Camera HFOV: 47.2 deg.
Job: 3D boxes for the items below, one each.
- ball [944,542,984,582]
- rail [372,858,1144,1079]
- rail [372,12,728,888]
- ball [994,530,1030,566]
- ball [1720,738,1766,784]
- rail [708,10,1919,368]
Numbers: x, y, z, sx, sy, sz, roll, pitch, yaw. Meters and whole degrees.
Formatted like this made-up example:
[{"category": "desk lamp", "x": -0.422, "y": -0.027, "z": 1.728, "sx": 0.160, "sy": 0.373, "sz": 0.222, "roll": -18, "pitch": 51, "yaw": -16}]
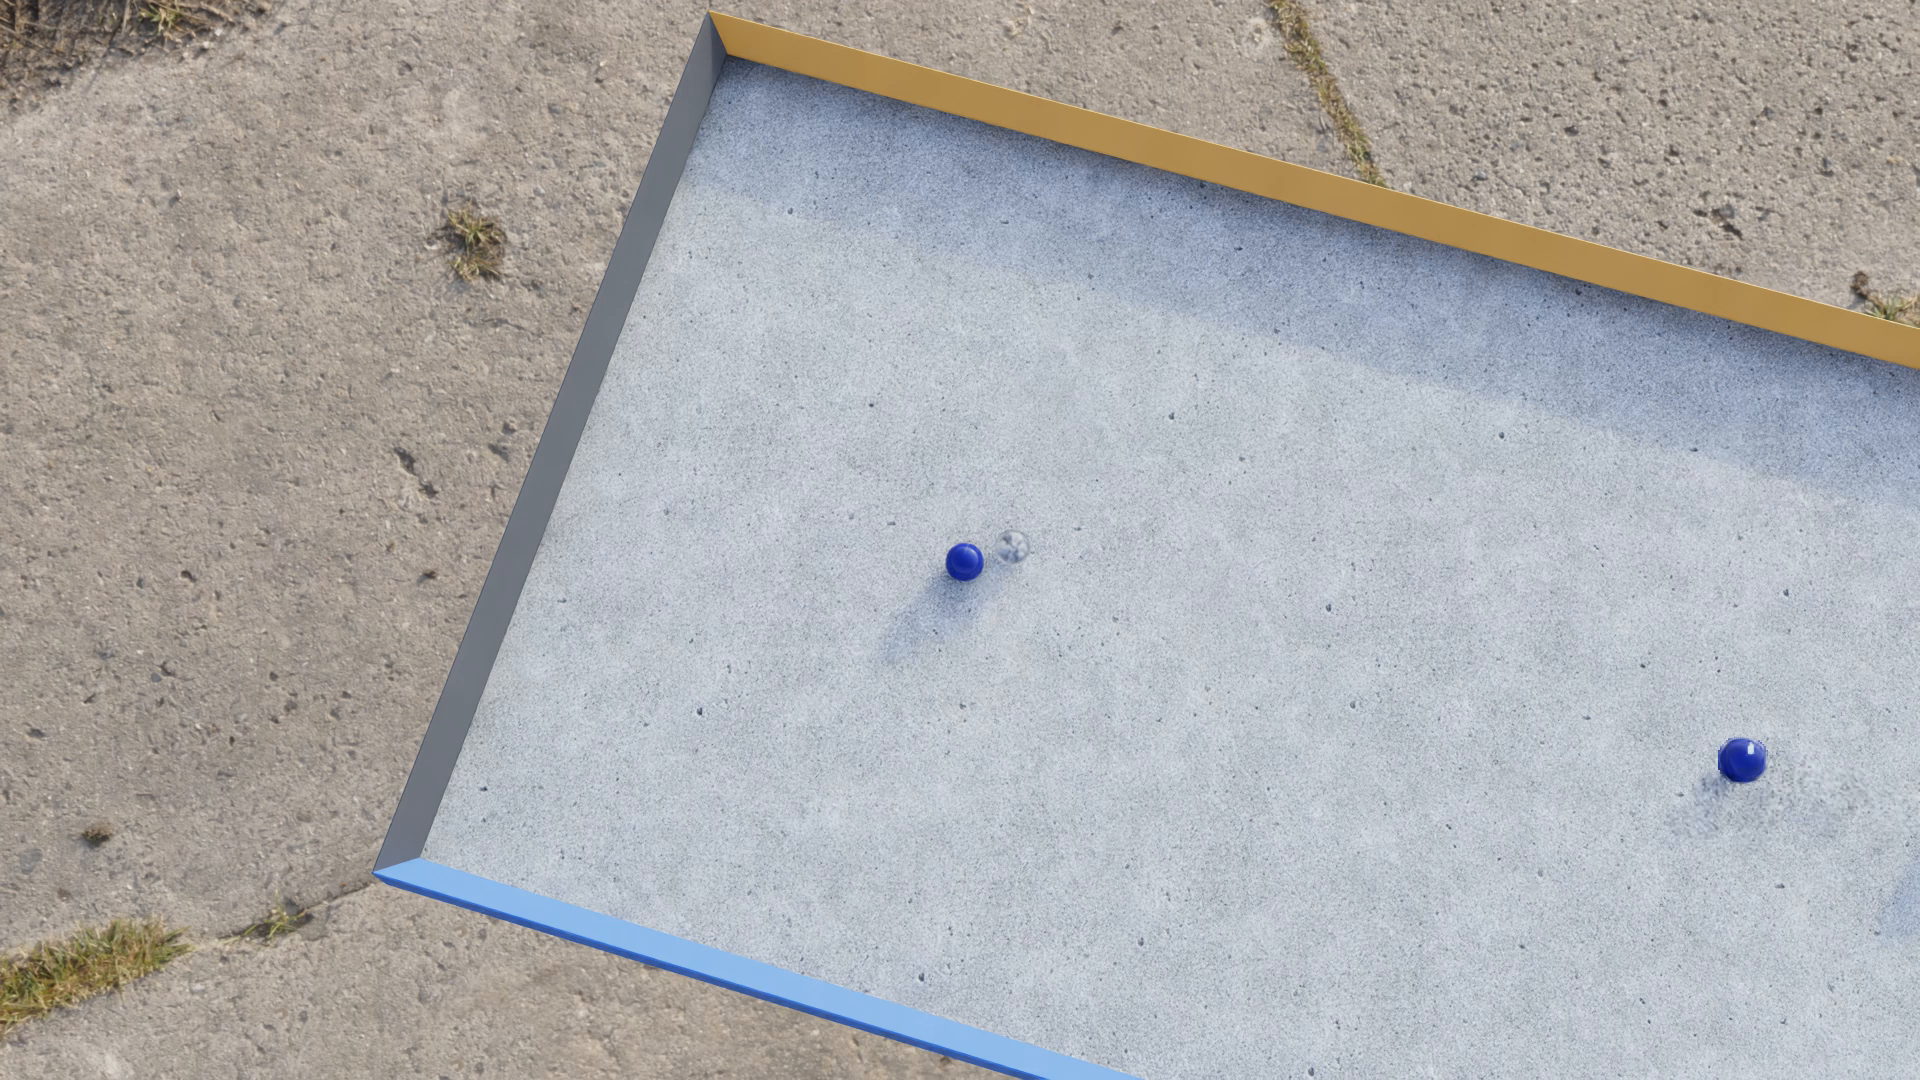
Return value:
[{"category": "ball", "x": 0.007, "y": 0.034, "z": 3.414, "sx": 0.061, "sy": 0.061, "sz": 0.061, "roll": 0, "pitch": 71, "yaw": 0}, {"category": "rail", "x": 0.428, "y": 0.840, "z": 3.121, "sx": 2.669, "sy": 0.088, "sz": 0.045, "roll": 16, "pitch": 72, "yaw": 5}, {"category": "rail", "x": -0.616, "y": -0.180, "z": 3.473, "sx": 0.045, "sy": 0.088, "sz": 1.514, "roll": 16, "pitch": 72, "yaw": 5}, {"category": "ball", "x": 0.082, "y": 0.012, "z": 3.424, "sx": 0.057, "sy": 0.057, "sz": 0.057, "roll": 0, "pitch": 71, "yaw": 0}, {"category": "ball", "x": 1.178, "y": 0.332, "z": 3.308, "sx": 0.068, "sy": 0.068, "sz": 0.068, "roll": 0, "pitch": 71, "yaw": 0}, {"category": "rail", "x": 0.850, "y": -0.487, "z": 3.579, "sx": 2.669, "sy": 0.088, "sz": 0.045, "roll": 16, "pitch": 72, "yaw": 5}]
